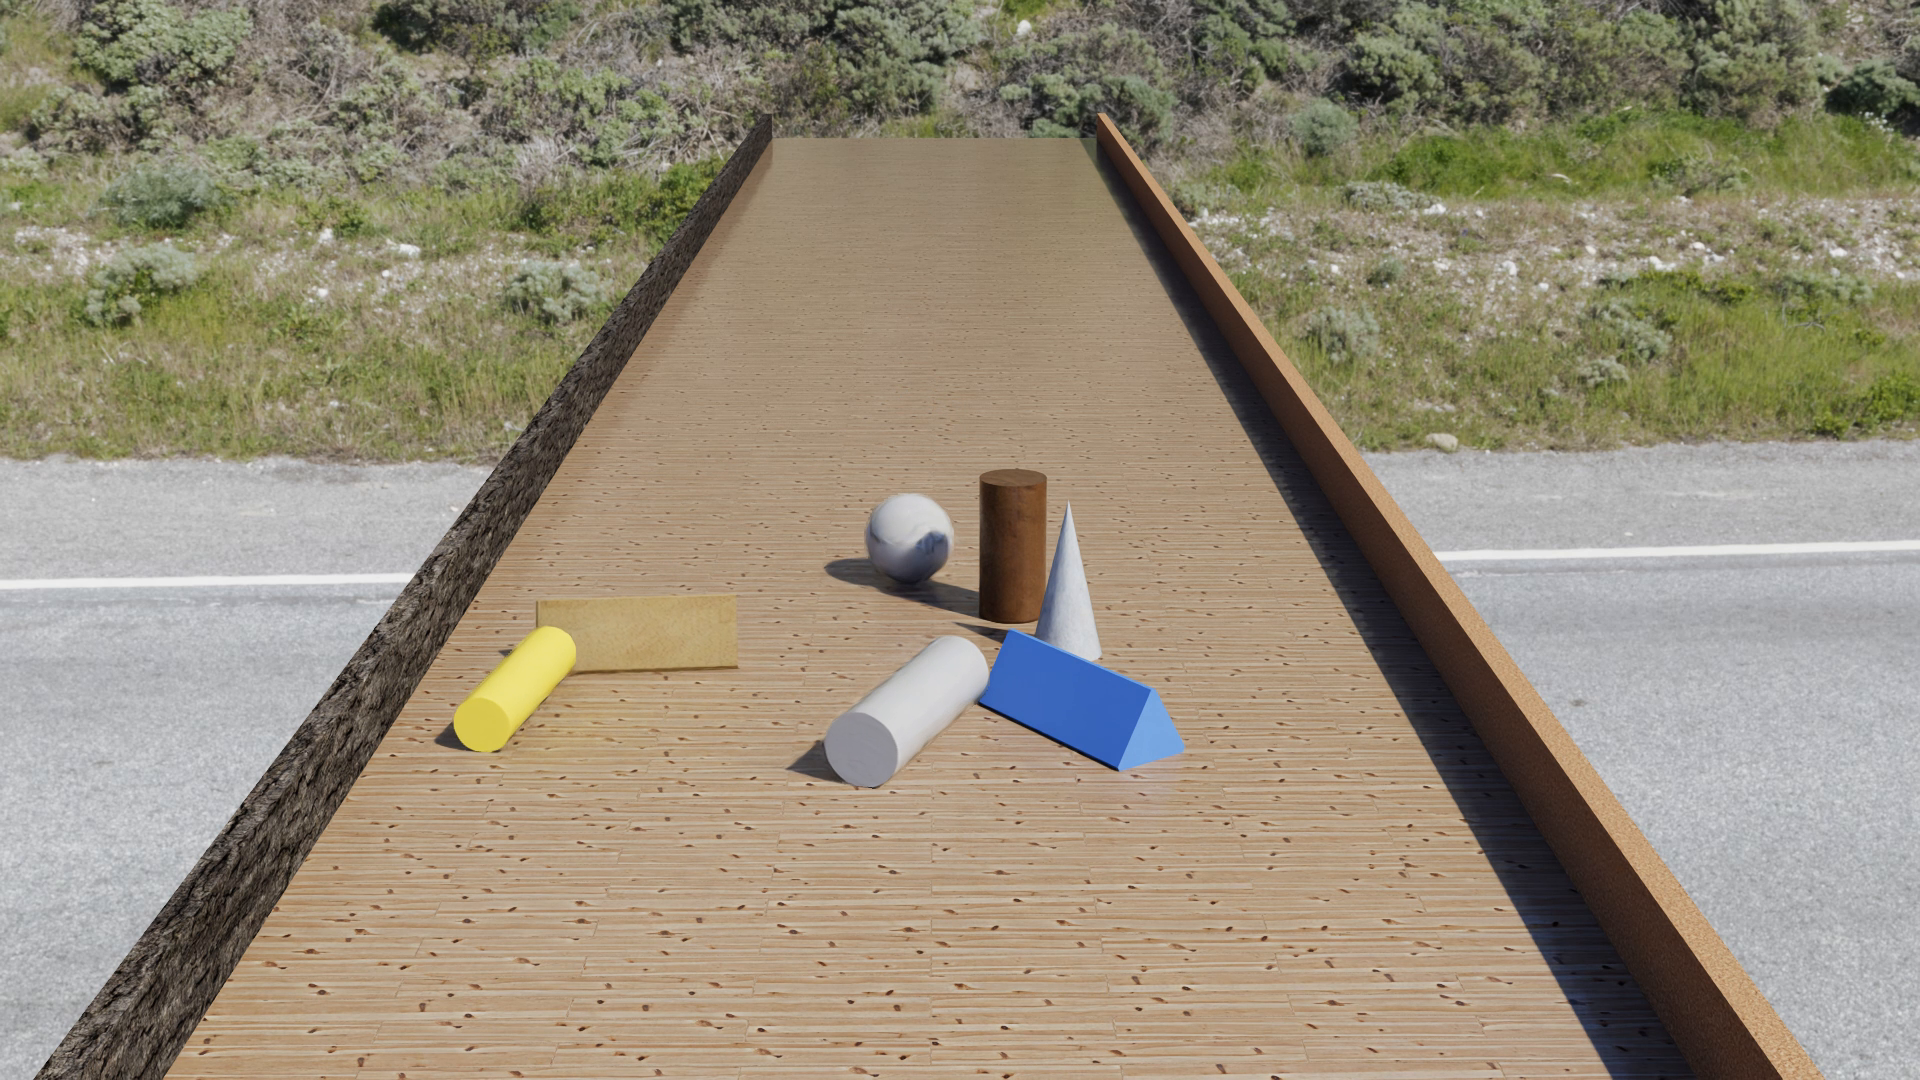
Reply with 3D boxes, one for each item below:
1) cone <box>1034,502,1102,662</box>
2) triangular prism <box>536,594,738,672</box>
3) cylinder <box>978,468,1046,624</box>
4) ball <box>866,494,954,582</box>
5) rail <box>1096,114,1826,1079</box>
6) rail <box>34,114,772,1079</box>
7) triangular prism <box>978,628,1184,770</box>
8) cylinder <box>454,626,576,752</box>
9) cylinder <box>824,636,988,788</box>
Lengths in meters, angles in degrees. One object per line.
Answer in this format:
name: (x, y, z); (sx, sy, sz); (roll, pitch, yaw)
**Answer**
cone: (0.216, 0.073, 4.417); (0.145, 0.321, 0.145); (0, 17, 0)
triangular prism: (-0.645, 0.175, 4.397); (0.396, 0.130, 0.150); (-2, 16, -5)
cylinder: (0.112, 0.013, 4.656); (0.143, 0.300, 0.143); (0, 17, 0)
ball: (-0.111, -0.004, 4.893); (0.198, 0.198, 0.198); (0, 17, 0)
rail: (0.932, -0.844, 7.801); (0.050, 0.150, 12.000); (0, 17, -1)
rail: (-1.118, -0.838, 7.780); (0.050, 0.150, 12.000); (0, 17, -1)
triangular prism: (0.219, 0.279, 4.041); (0.155, 0.134, 0.409); (-12, 20, -34)
cylinder: (-0.827, 0.275, 4.118); (0.105, 0.105, 0.398); (2, 17, 7)
cylinder: (-0.090, 0.303, 3.966); (0.138, 0.138, 0.432); (6, 18, 21)
